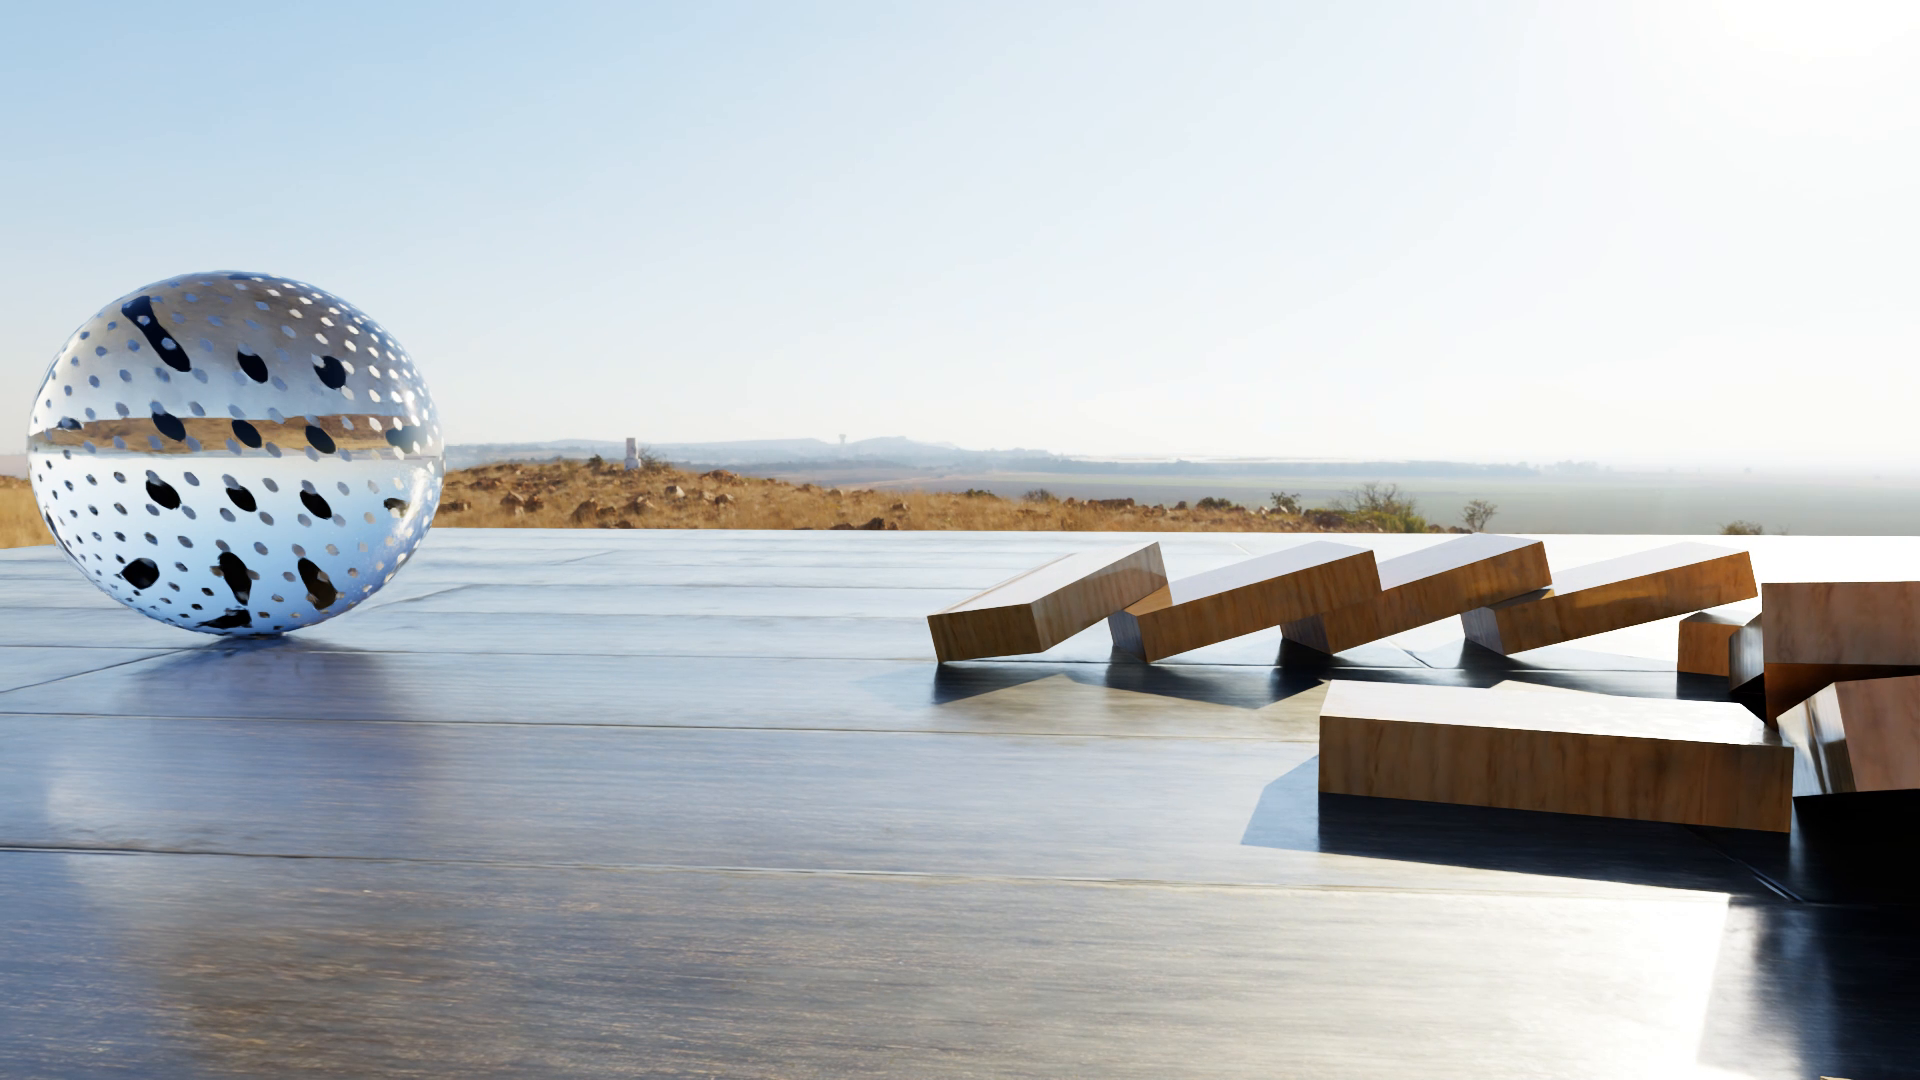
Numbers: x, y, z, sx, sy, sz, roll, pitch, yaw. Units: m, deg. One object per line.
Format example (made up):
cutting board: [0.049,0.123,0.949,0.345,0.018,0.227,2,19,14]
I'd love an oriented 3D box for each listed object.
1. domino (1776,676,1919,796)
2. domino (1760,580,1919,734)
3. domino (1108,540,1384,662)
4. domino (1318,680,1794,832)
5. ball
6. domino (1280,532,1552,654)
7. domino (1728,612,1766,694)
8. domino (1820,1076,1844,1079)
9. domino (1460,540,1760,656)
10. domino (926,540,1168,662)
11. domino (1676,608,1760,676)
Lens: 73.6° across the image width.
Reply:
domino: [0.100,0.020,0.129,0.025,0.010,0.050,-9,-15,26]
domino: [0.116,0.016,0.161,0.025,0.010,0.050,-2,-18,32]
domino: [0.057,0.012,0.264,0.050,0.009,0.025,-15,6,-7]
domino: [0.072,0.026,0.160,0.050,0.010,0.025,2,5,19]
ball: [-0.156,-0.019,0.282,0.080,0.080,0.080,0,4,0]
domino: [0.096,0.011,0.274,0.050,0.009,0.025,-16,6,-7]
domino: [0.136,0.016,0.194,0.025,0.009,0.050,2,-12,21]
domino: [0.052,0.027,0.040,0.025,0.010,0.050,1,-14,14]
domino: [0.133,0.012,0.268,0.050,0.009,0.025,-14,3,5]
domino: [0.019,0.012,0.261,0.025,0.009,0.050,-10,7,38]
domino: [0.162,0.020,0.234,0.050,0.009,0.025,4,6,40]
